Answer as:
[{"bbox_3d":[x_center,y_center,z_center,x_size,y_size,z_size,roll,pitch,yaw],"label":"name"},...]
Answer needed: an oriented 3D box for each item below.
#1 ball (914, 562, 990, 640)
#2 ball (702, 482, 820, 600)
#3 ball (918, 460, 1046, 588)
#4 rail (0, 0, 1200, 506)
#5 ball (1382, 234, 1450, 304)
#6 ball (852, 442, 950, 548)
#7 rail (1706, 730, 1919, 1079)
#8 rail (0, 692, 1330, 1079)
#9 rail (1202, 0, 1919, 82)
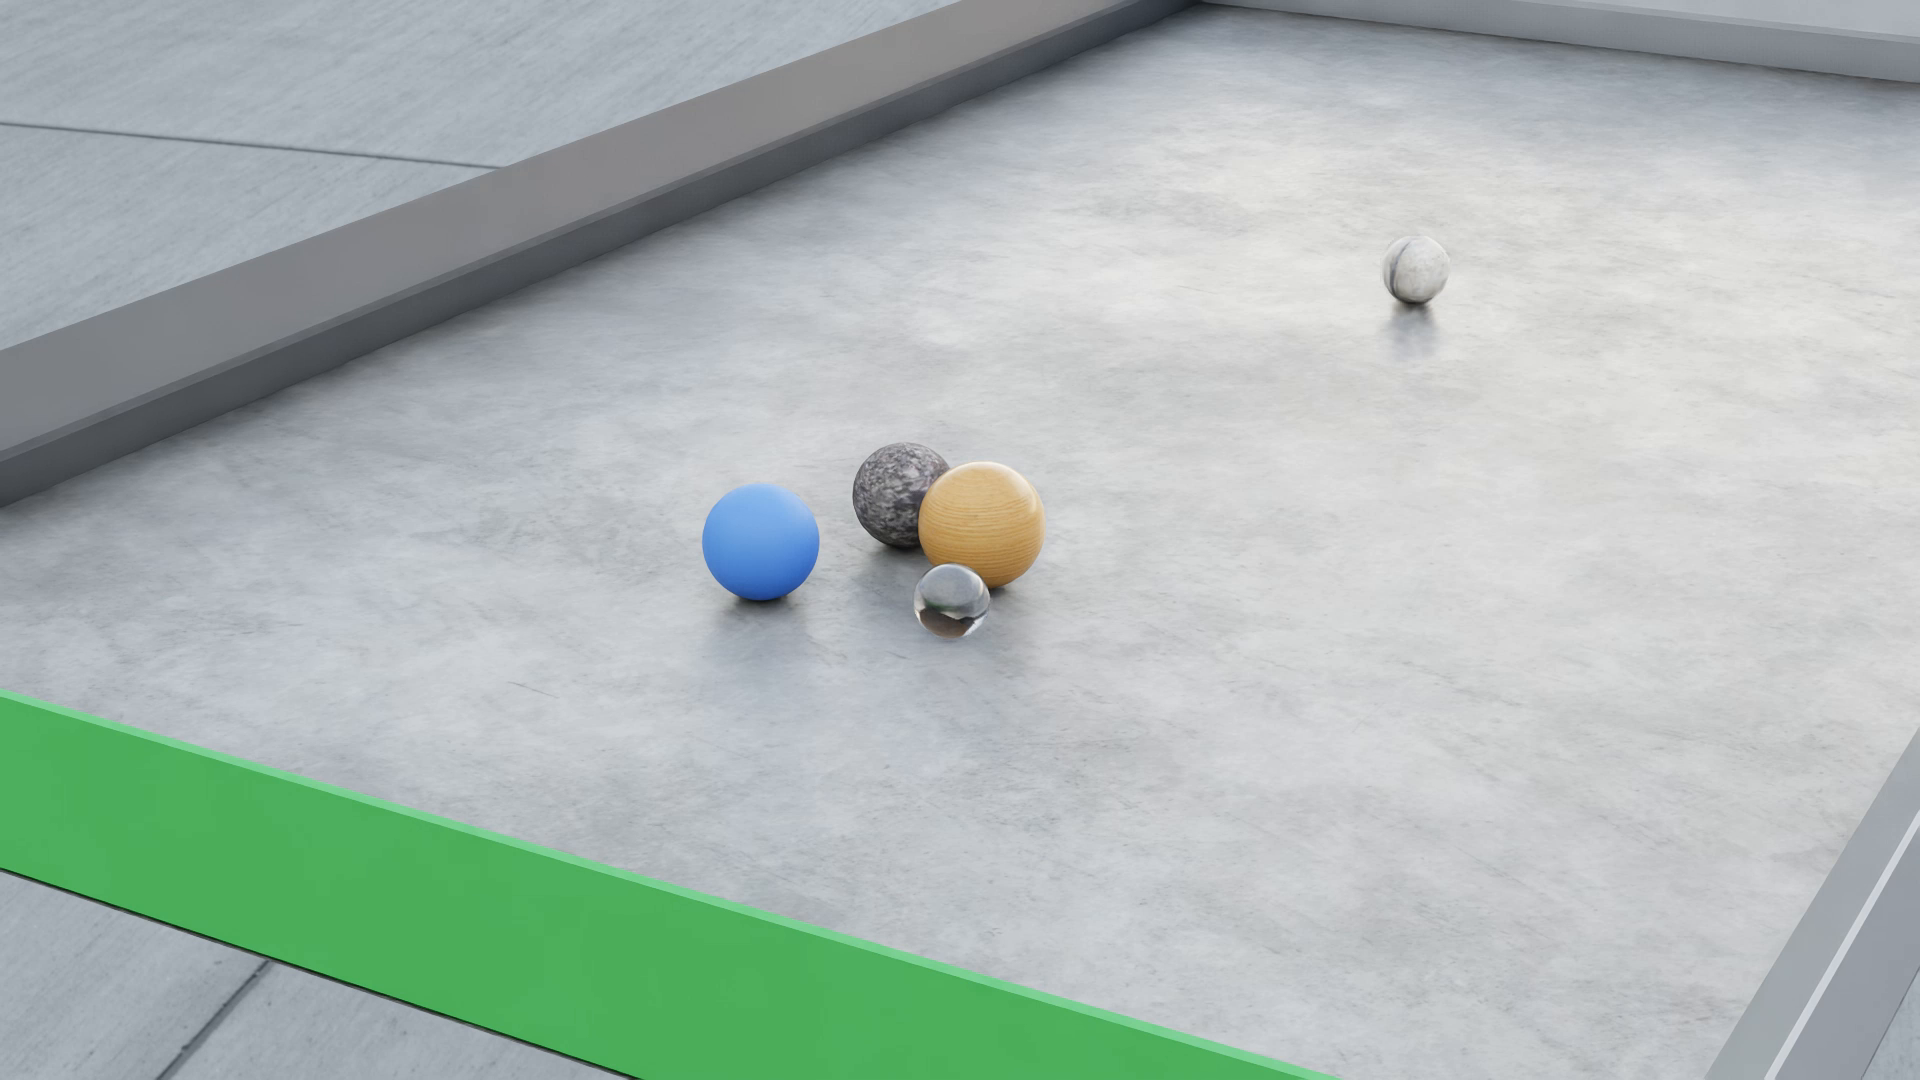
[{"bbox_3d":[-0.006,0.041,1.976,0.052,0.052,0.052,0,22,0],"label":"ball"},{"bbox_3d":[-0.138,0.001,2.033,0.081,0.081,0.081,0,22,0],"label":"ball"},{"bbox_3d":[0.015,-0.011,2.051,0.090,0.090,0.090,0,22,0],"label":"ball"},{"bbox_3d":[-0.281,-0.353,2.854,0.045,0.117,2.511,12,25,27],"label":"rail"},{"bbox_3d":[0.413,-0.245,2.663,0.062,0.062,0.062,0,22,0],"label":"ball"},{"bbox_3d":[-0.040,-0.032,2.123,0.076,0.076,0.076,0,22,0],"label":"ball"},{"bbox_3d":[0.902,-0.099,2.230,0.045,0.117,2.511,12,25,27],"label":"rail"},{"bbox_3d":[-0.299,0.178,1.550,1.409,0.117,0.045,12,25,27],"label":"rail"},{"bbox_3d":[0.920,-0.630,3.533,1.409,0.117,0.045,12,25,27],"label":"rail"}]
